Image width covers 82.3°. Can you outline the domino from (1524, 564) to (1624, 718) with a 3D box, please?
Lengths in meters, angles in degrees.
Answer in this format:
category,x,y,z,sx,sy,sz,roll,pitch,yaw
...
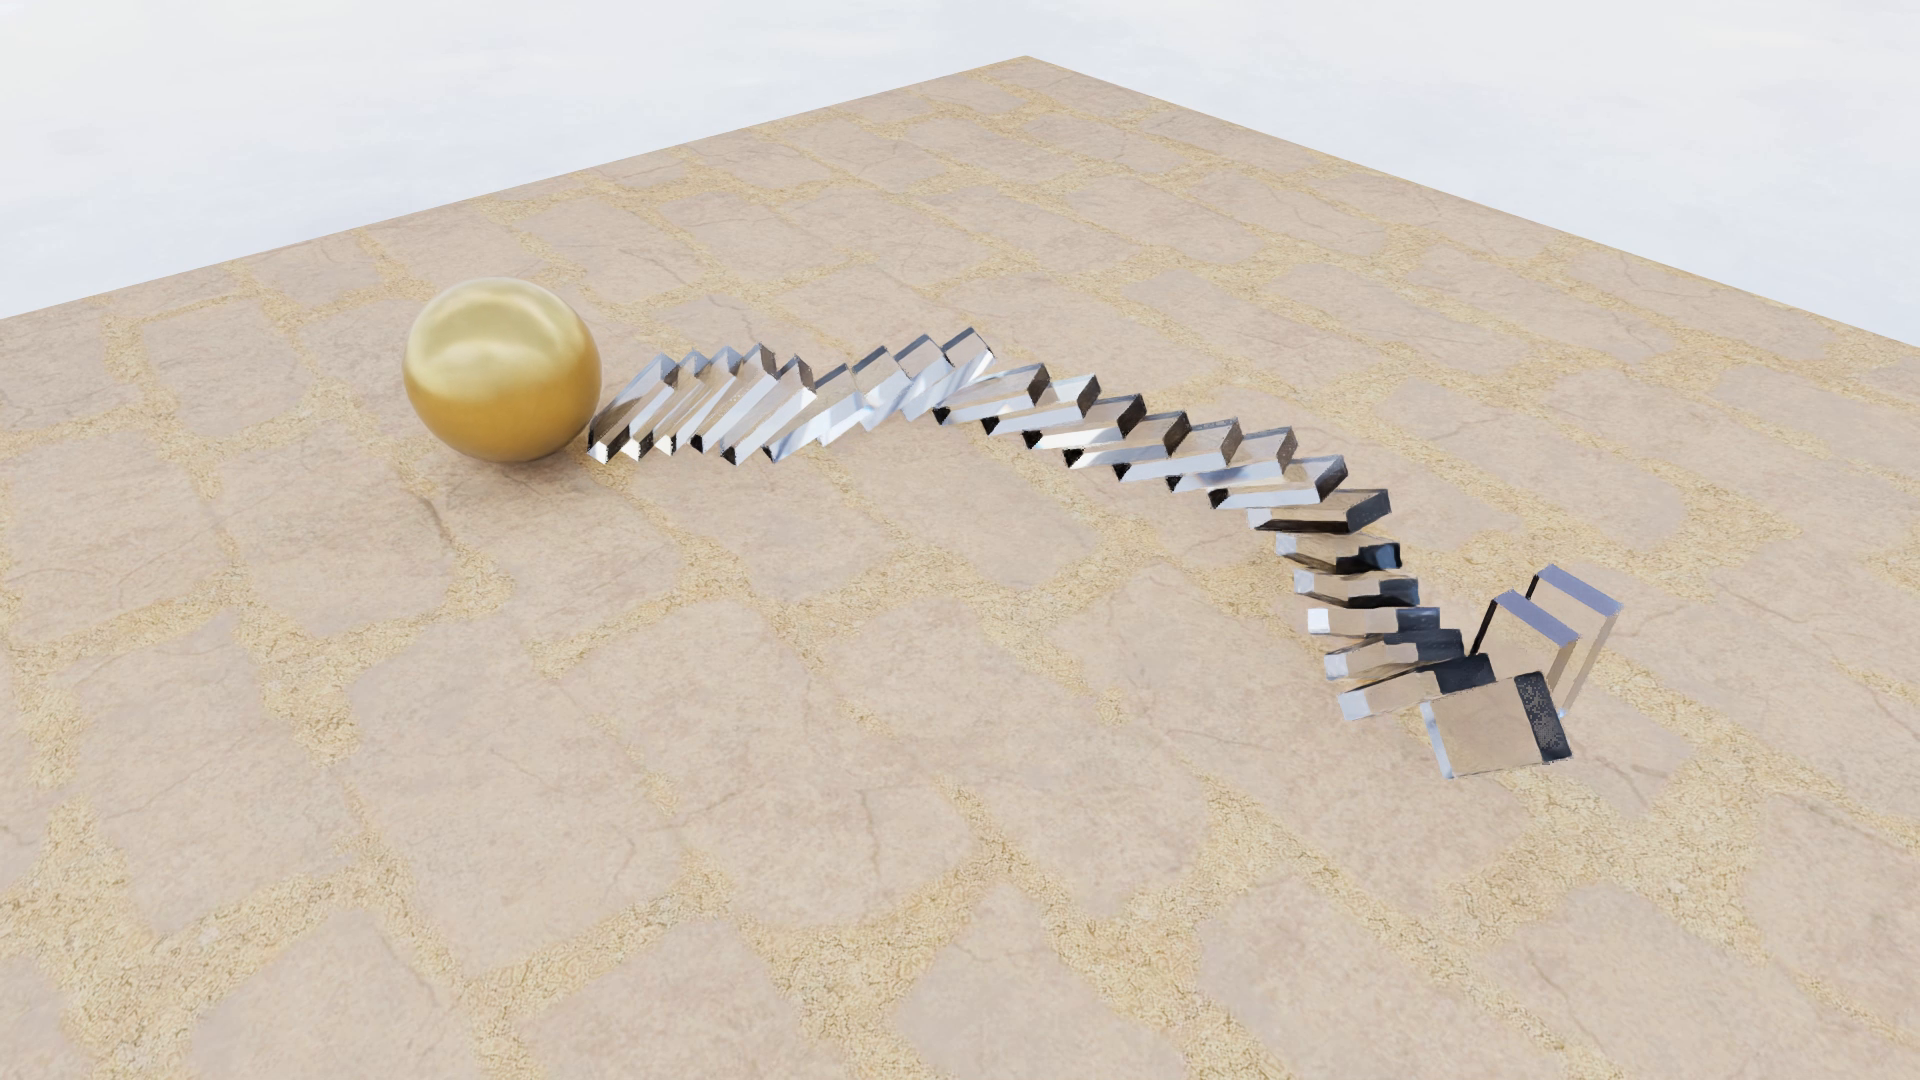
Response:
category,x,y,z,sx,sy,sz,roll,pitch,yaw
domino,0.198,0.035,0.369,0.009,0.050,0.025,-24,45,-27

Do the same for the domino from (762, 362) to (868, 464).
category,x,y,z,sx,sy,sz,roll,pitch,yaw
domino,-0.068,-0.057,0.496,0.050,0.010,0.025,-31,42,6

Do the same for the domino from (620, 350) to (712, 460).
category,x,y,z,sx,sy,sz,roll,pitch,yaw
domino,-0.132,-0.061,0.493,0.050,0.010,0.025,-40,37,18

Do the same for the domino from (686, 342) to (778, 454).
category,x,y,z,sx,sy,sz,roll,pitch,yaw
domino,-0.104,-0.064,0.497,0.050,0.010,0.025,-40,37,17

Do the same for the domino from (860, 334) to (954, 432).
category,x,y,z,sx,sy,sz,roll,pitch,yaw
domino,-0.029,-0.074,0.515,0.050,0.010,0.025,-36,41,0

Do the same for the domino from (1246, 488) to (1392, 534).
category,x,y,z,sx,sy,sz,roll,pitch,yaw
domino,0.142,-0.012,0.439,0.025,0.010,0.050,-24,15,-28

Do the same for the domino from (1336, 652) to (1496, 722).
category,x,y,z,sx,sy,sz,roll,pitch,yaw
domino,0.146,0.048,0.355,0.025,0.050,0.009,-10,74,-11

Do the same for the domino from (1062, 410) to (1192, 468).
category,x,y,z,sx,sy,sz,roll,pitch,yaw
domino,0.073,-0.044,0.480,0.050,0.009,0.025,-4,30,40

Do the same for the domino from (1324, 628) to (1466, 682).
category,x,y,z,sx,sy,sz,roll,pitch,yaw
domino,0.144,0.039,0.367,0.025,0.050,0.009,-3,76,-4

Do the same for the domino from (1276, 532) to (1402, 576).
category,x,y,z,sx,sy,sz,roll,pitch,yaw
domino,0.143,0.003,0.420,0.025,0.010,0.050,-6,9,-8

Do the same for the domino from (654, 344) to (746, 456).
category,x,y,z,sx,sy,sz,roll,pitch,yaw
domino,-0.118,-0.063,0.496,0.050,0.009,0.025,-40,37,18

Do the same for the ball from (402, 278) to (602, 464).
category,x,y,z,sx,sy,sz,roll,pitch,yaw
ball,-0.197,-0.073,0.477,0.080,0.080,0.080,0,39,0

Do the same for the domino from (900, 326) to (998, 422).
category,x,y,z,sx,sy,sz,roll,pitch,yaw
domino,-0.009,-0.079,0.521,0.050,0.009,0.025,-34,39,2

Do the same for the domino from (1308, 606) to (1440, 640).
category,x,y,z,sx,sy,sz,roll,pitch,yaw
domino,0.143,0.028,0.384,0.025,0.009,0.050,-3,-3,-3

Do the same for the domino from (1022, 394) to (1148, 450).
category,x,y,z,sx,sy,sz,roll,pitch,yaw
domino,0.055,-0.052,0.491,0.050,0.010,0.025,-3,31,40

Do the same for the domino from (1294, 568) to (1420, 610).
category,x,y,z,sx,sy,sz,roll,pitch,yaw
domino,0.144,0.017,0.402,0.025,0.010,0.050,-3,4,-3

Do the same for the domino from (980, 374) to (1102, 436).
category,x,y,z,sx,sy,sz,roll,pitch,yaw
domino,0.037,-0.062,0.502,0.050,0.009,0.025,-7,31,35

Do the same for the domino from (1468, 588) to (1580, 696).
category,x,y,z,sx,sy,sz,roll,pitch,yaw
domino,0.179,0.043,0.359,0.009,0.050,0.025,-21,44,-24

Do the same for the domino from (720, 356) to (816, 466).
category,x,y,z,sx,sy,sz,roll,pitch,yaw
domino,-0.086,-0.058,0.490,0.050,0.009,0.025,-38,38,16

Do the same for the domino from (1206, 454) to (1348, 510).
category,x,y,z,sx,sy,sz,roll,pitch,yaw
domino,0.130,-0.024,0.454,0.050,0.010,0.025,-2,26,48

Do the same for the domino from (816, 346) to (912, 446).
category,x,y,z,sx,sy,sz,roll,pitch,yaw
domino,-0.049,-0.067,0.506,0.050,0.010,0.025,-36,42,0

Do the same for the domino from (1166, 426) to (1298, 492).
category,x,y,z,sx,sy,sz,roll,pitch,yaw
domino,0.115,-0.034,0.467,0.050,0.009,0.025,-8,29,38

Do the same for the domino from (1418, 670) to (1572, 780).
category,x,y,z,sx,sy,sz,roll,pitch,yaw
domino,0.162,0.058,0.337,0.010,0.050,0.025,-10,74,-12

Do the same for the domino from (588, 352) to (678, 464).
category,x,y,z,sx,sy,sz,roll,pitch,yaw
domino,-0.146,-0.059,0.491,0.050,0.009,0.025,-40,37,18

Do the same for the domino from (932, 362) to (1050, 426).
category,x,y,z,sx,sy,sz,roll,pitch,yaw
domino,0.014,-0.067,0.510,0.050,0.010,0.025,-8,32,31

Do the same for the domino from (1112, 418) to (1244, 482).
category,x,y,z,sx,sy,sz,roll,pitch,yaw
domino,0.094,-0.038,0.473,0.050,0.009,0.025,-7,30,37
